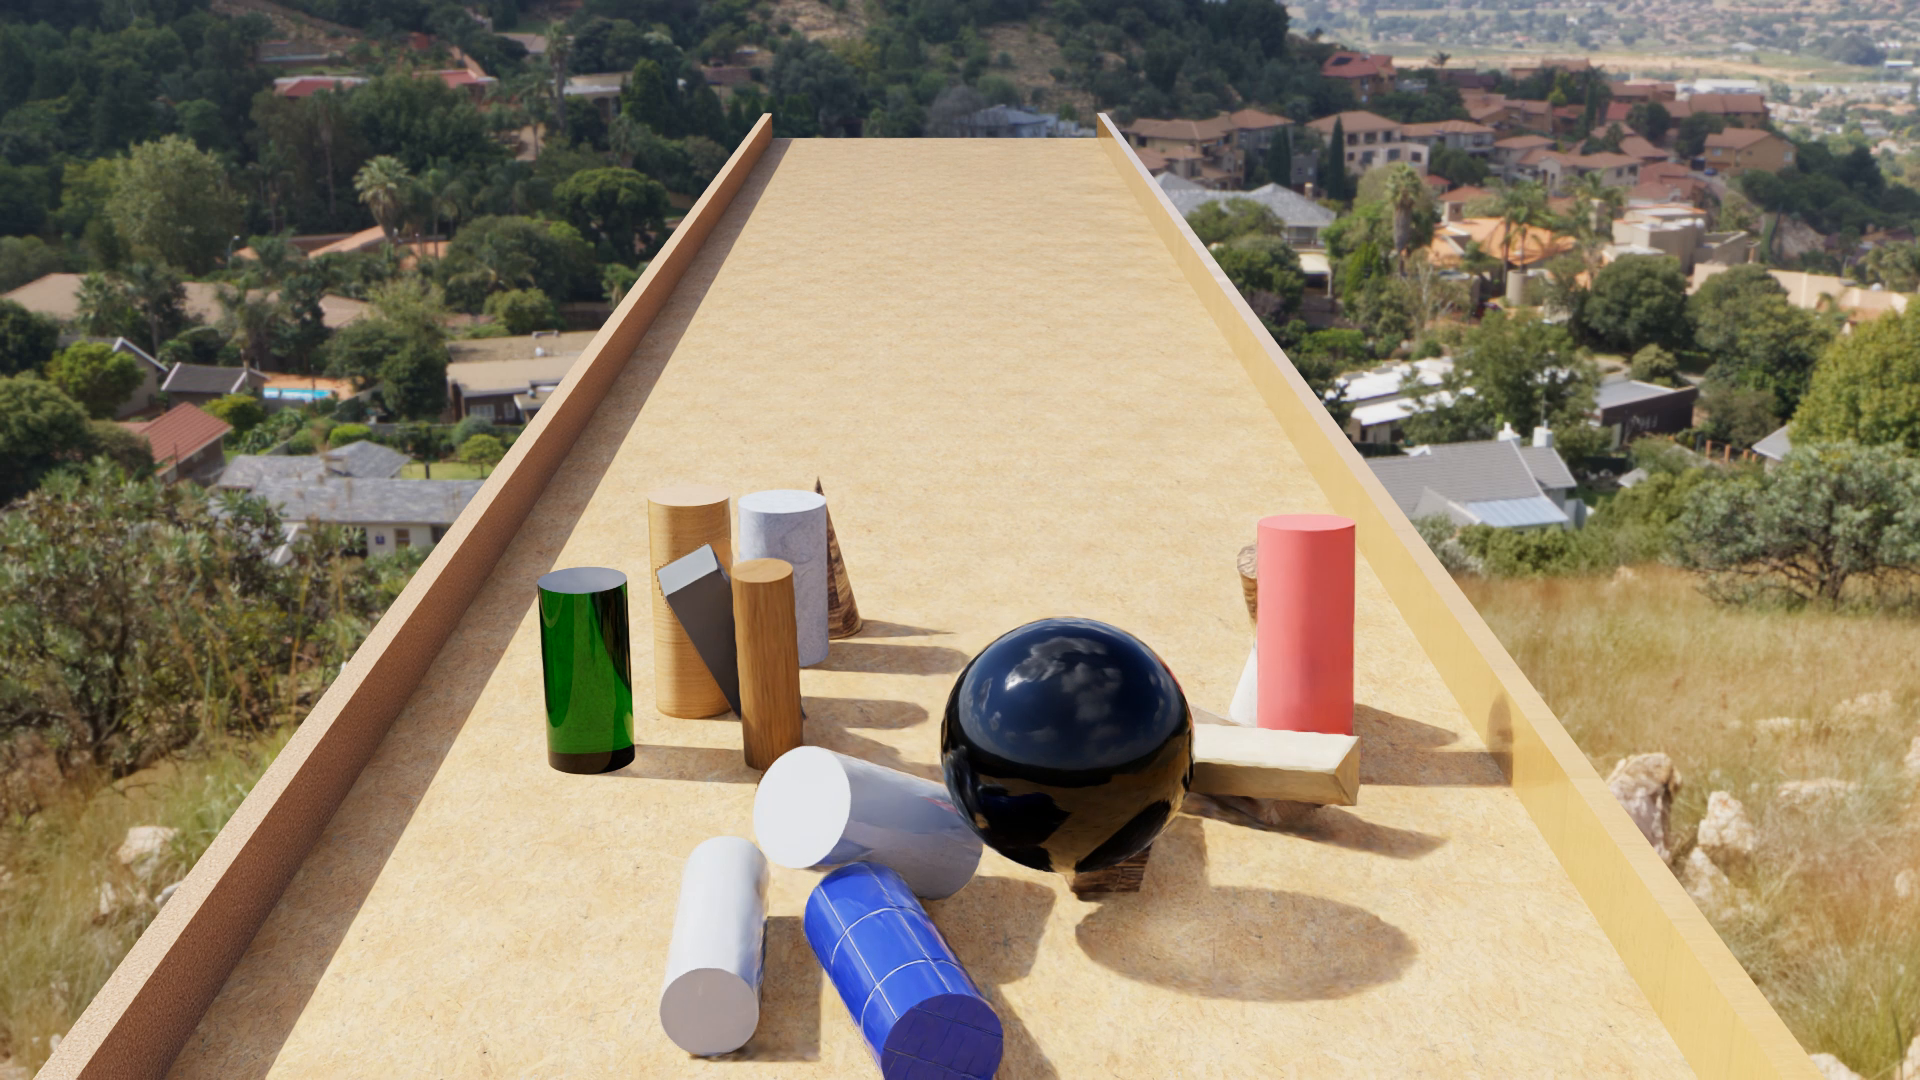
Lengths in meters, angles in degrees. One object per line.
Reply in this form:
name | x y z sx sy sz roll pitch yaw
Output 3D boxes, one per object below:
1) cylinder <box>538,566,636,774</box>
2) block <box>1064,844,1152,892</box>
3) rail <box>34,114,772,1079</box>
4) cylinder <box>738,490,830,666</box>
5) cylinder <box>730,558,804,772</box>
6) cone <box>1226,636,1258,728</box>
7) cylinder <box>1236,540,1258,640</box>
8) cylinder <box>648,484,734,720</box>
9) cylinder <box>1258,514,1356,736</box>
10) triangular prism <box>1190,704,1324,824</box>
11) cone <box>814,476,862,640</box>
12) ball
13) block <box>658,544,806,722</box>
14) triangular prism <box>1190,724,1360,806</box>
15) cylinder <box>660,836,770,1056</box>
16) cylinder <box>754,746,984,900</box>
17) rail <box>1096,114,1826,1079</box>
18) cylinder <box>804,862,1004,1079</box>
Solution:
cylinder | -0.657 0.229 3.873 0.155 0.333 0.155 0 17 0
block | 0.193 0.398 3.498 0.111 0.111 0.355 1 33 -16
rail | -1.118 -0.838 7.780 0.050 0.150 12.000 0 17 -1
cylinder | -0.353 0.076 4.407 0.175 0.321 0.175 0 16 0
cylinder | -0.335 0.219 3.841 0.107 0.361 0.107 -2 22 1
cone | 0.570 0.195 3.970 0.162 0.321 0.162 1 25 0
cylinder | 0.597 0.158 4.068 0.113 0.345 0.113 -11 40 9
cylinder | -0.500 0.115 4.116 0.152 0.413 0.152 0 17 0
cylinder | 0.603 0.181 3.836 0.166 0.431 0.166 -1 11 0
triangular prism | 0.464 0.365 3.783 0.135 0.117 0.329 -12 20 -35
cone | -0.292 0.023 4.566 0.177 0.333 0.177 0 17 0
ball | 0.156 0.297 3.190 0.373 0.373 0.373 0 17 0
block | -0.407 0.189 3.940 0.105 0.351 0.105 -28 29 -2
triangular prism | 0.440 0.352 3.658 0.456 0.112 0.097 2 56 33
cylinder | -0.340 0.564 3.102 0.131 0.131 0.417 -1 17 -2
cylinder | -0.130 0.423 3.257 0.176 0.176 0.335 14 -7 38
rail | 0.932 -0.844 7.801 0.050 0.150 12.000 0 17 -1
cylinder | -0.083 0.590 2.959 0.162 0.162 0.410 -5 17 -17
